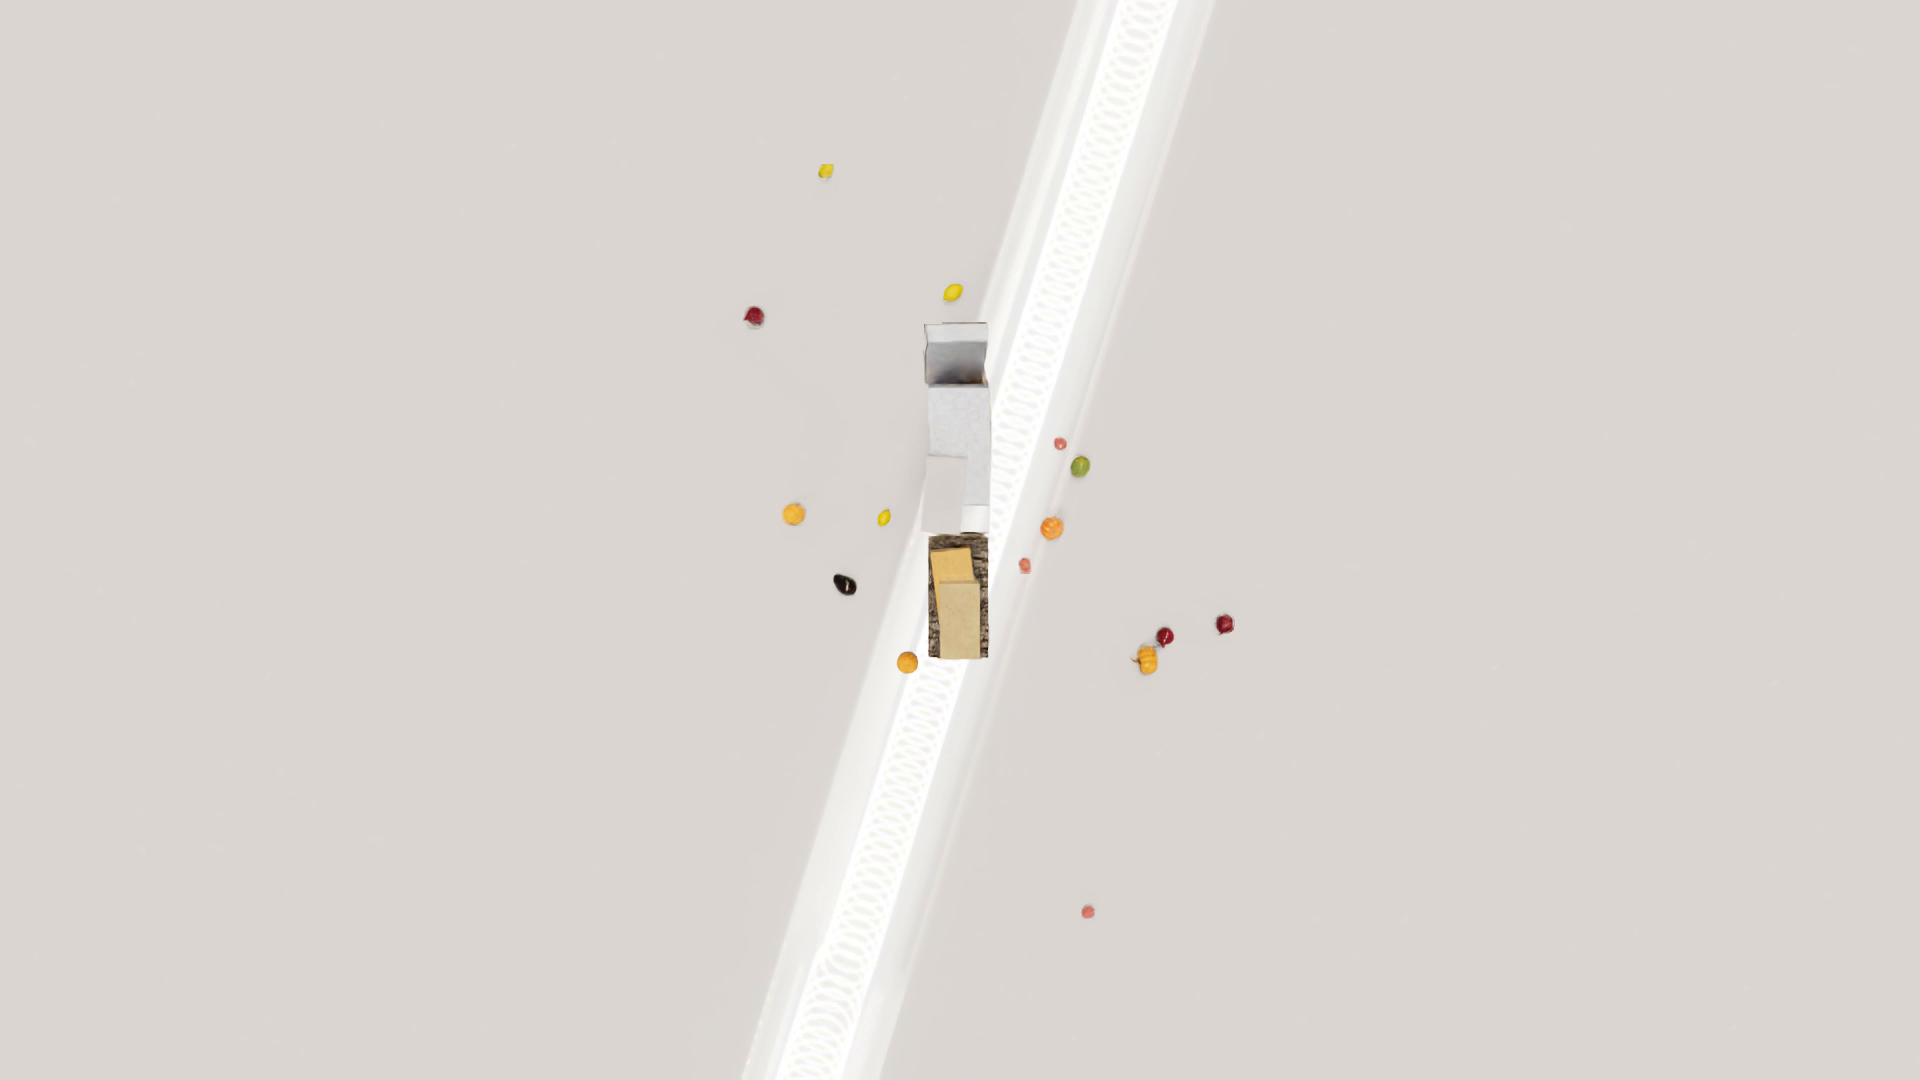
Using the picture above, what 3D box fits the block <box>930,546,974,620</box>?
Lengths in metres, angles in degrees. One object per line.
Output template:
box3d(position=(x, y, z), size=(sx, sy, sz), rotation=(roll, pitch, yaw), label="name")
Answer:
box3d(position=(-0.015, 0.138, 4.716), size=(0.113, 0.032, 0.226), rotation=(-7, 101, 0), label="block")

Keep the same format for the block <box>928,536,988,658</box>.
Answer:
box3d(position=(-0.005, 0.165, 4.778), size=(0.175, 0.049, 0.349), rotation=(0, 90, 0), label="block")

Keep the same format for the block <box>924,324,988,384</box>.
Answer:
box3d(position=(-0.013, -0.532, 4.742), size=(0.170, 0.339, 0.048), rotation=(-2, 75, -3), label="block")

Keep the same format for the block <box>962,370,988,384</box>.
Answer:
box3d(position=(-0.001, -0.444, 4.909), size=(0.170, 0.363, 0.048), rotation=(-2, 108, -1), label="block")

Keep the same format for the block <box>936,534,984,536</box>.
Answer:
box3d(position=(0.001, 0.000, 5.173), size=(0.153, 0.043, 0.305), rotation=(0, 90, 0), label="block")

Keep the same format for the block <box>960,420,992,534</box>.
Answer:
box3d(position=(0.008, -0.185, 4.792), size=(0.164, 0.047, 0.329), rotation=(1, 87, 0), label="block")

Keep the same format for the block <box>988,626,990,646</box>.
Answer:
box3d(position=(0.000, 0.283, 5.047), size=(0.175, 0.490, 0.049), rotation=(0, 90, 0), label="block")

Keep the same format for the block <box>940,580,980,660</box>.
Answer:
box3d(position=(-0.001, 0.229, 4.700), size=(0.113, 0.032, 0.226), rotation=(-1, 103, -1), label="block")

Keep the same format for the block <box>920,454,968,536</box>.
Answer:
box3d(position=(-0.047, -0.129, 4.682), size=(0.113, 0.032, 0.226), rotation=(4, 109, -4), label="block")

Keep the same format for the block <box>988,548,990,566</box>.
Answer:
box3d(position=(-0.002, 0.050, 4.977), size=(0.175, 0.349, 0.049), rotation=(0, 90, 0), label="block")

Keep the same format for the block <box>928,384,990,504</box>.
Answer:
box3d(position=(-0.001, -0.271, 4.681), size=(0.170, 0.048, 0.339), rotation=(-1, 109, -1), label="block")
